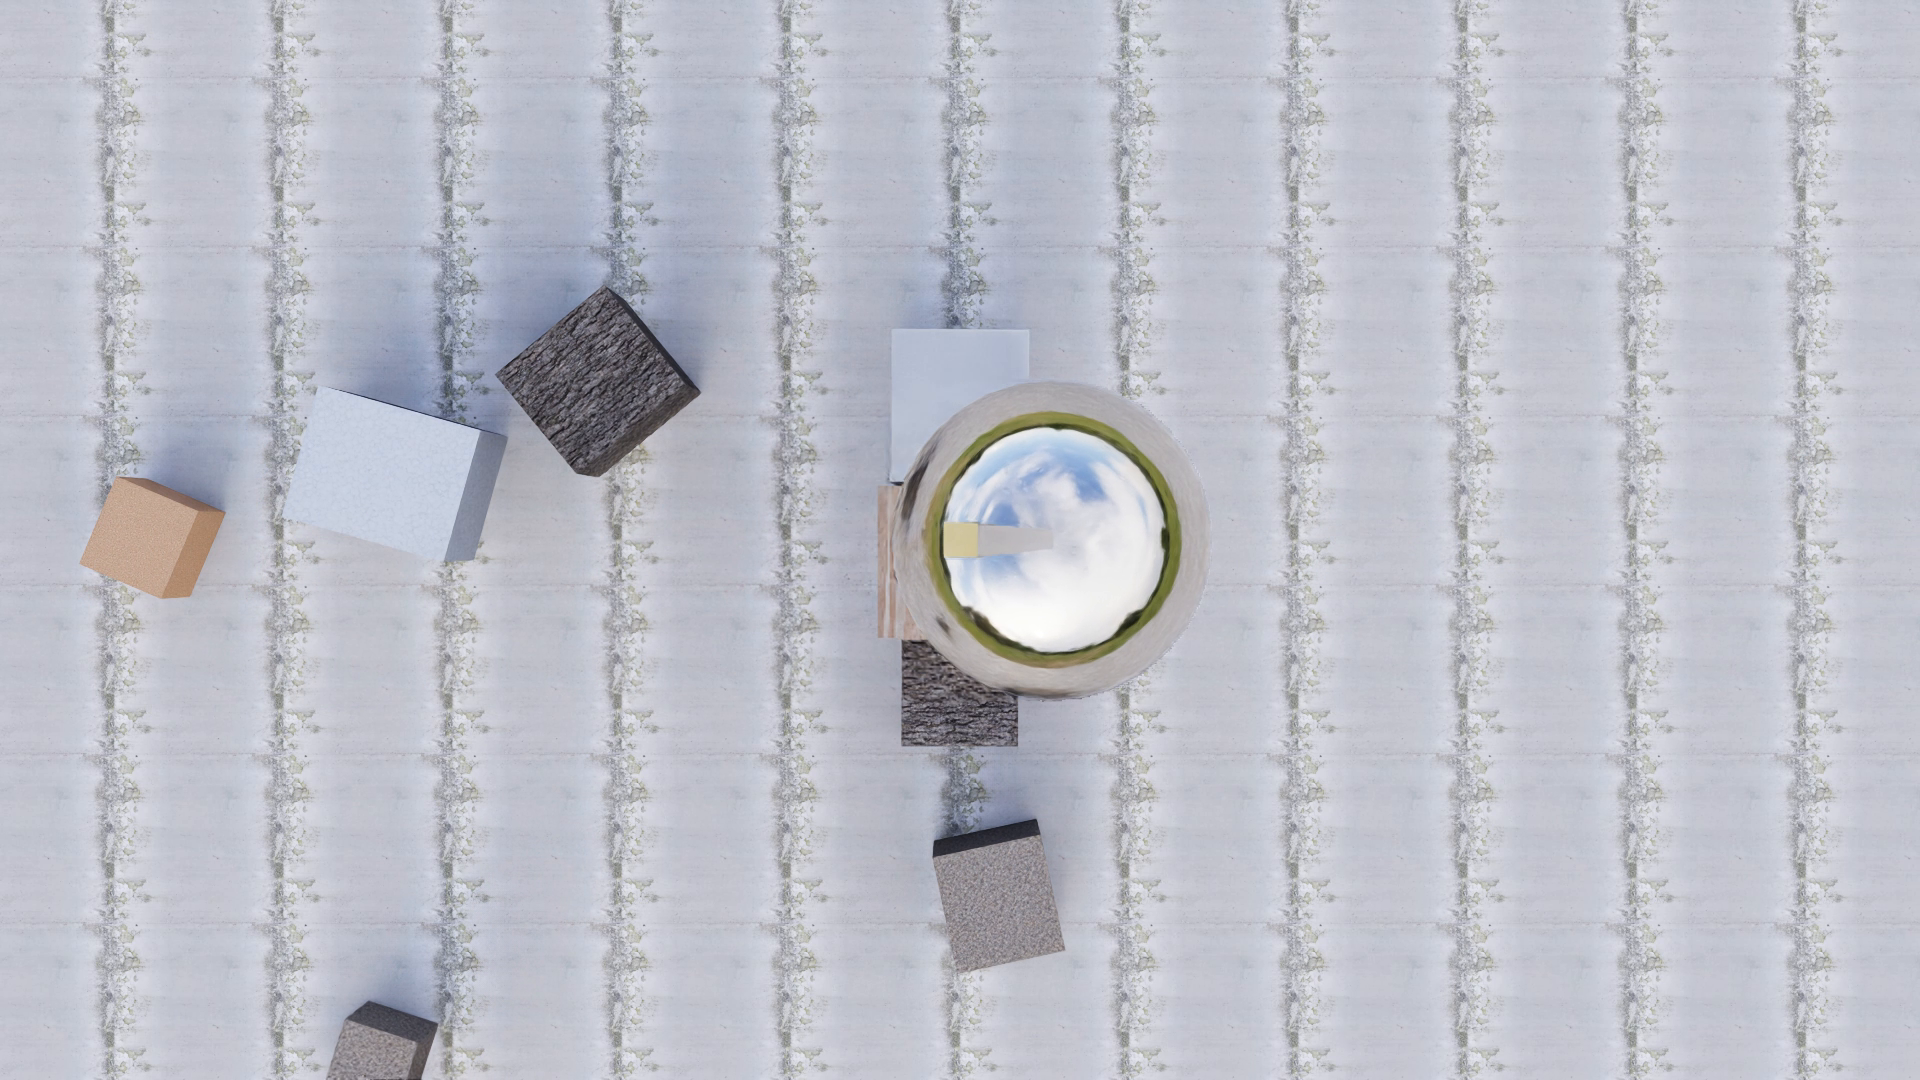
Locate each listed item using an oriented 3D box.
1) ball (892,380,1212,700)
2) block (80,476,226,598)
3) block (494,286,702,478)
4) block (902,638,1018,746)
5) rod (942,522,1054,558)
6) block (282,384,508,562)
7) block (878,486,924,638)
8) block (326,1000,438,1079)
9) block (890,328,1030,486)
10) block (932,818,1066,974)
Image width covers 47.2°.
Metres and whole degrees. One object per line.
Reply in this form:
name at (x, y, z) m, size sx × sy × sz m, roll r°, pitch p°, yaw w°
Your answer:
ball at (0.455, 0.000, 11.029) m, size 1.600 × 1.600 × 1.600 m, roll 0°, pitch 90°, yaw 0°
block at (-4.679, -0.014, 12.763) m, size 0.508 × 0.473 × 0.544 m, roll 23°, pitch 90°, yaw 0°
block at (-2.058, -0.894, 12.613) m, size 0.787 × 0.773 × 0.714 m, roll -39°, pitch 90°, yaw 0°
block at (-0.001, 0.856, 12.685) m, size 0.657 × 0.631 × 0.612 m, roll 0°, pitch 90°, yaw 0°
rod at (0.197, 0.000, 7.639) m, size 0.080 × 5.200 × 0.080 m, roll 0°, pitch 90°, yaw 4°
block at (-3.222, -0.371, 12.618) m, size 0.935 × 0.764 × 0.761 m, roll 16°, pitch 90°, yaw 0°
block at (-0.073, 0.124, 12.569) m, size 0.760 × 0.861 × 0.846 m, roll 0°, pitch 90°, yaw 0°
block at (-3.362, 3.018, 12.749) m, size 0.438 × 0.501 × 0.479 m, roll 18°, pitch 90°, yaw 0°
block at (-0.001, -0.738, 12.558) m, size 0.757 × 0.884 × 0.847 m, roll 0°, pitch 90°, yaw 0°
block at (0.218, 2.037, 12.651) m, size 0.622 × 0.699 × 0.665 m, roll -12°, pitch 90°, yaw 0°
